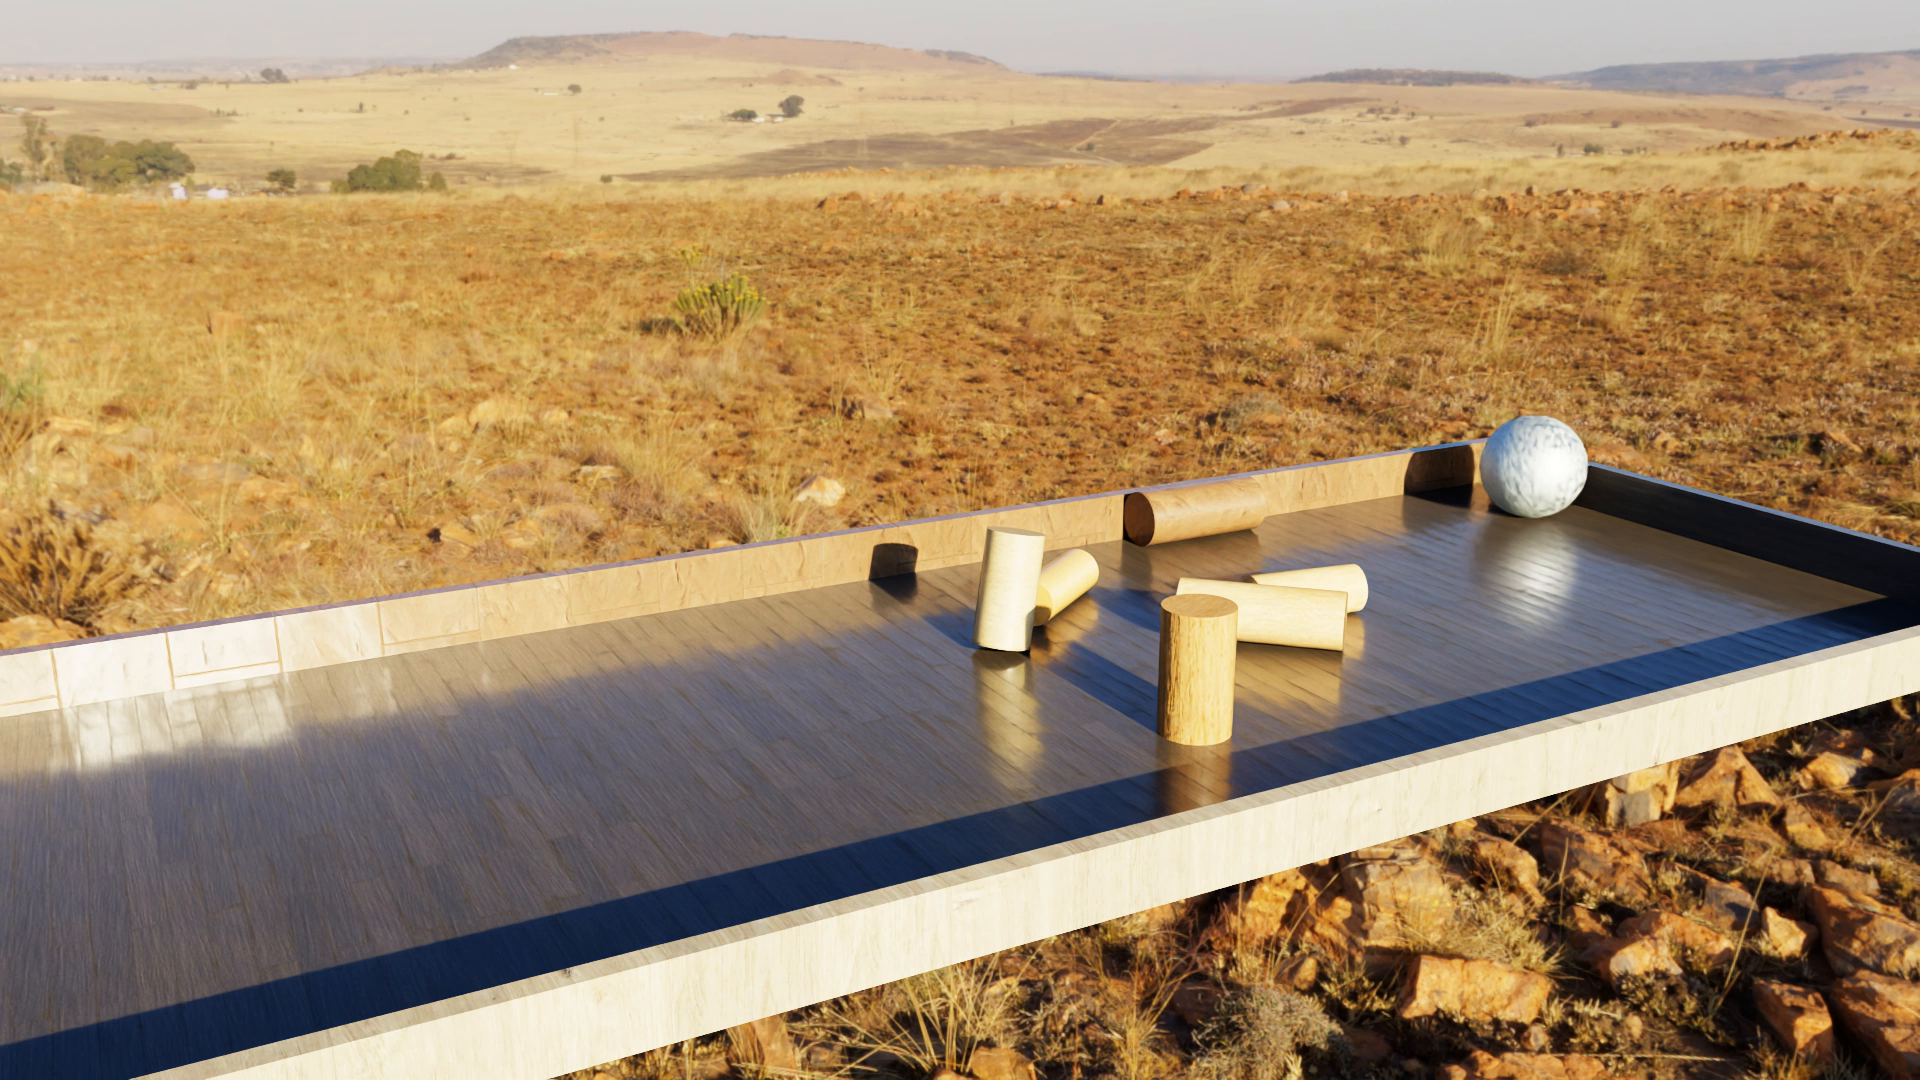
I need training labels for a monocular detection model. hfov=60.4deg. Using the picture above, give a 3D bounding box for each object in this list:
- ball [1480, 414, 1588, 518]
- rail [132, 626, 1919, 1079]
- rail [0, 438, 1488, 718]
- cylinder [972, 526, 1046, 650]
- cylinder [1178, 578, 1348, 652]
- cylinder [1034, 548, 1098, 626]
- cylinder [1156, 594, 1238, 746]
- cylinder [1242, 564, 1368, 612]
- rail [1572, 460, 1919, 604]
[{"bbox_3d":[1.941,-0.250,5.587,0.348,0.348,0.348,0,16,0],"label":"ball"},{"bbox_3d":[-2.336,1.006,1.665,12.000,0.150,0.050,-9,18,-27],"label":"rail"},{"bbox_3d":[-3.305,0.497,3.399,12.000,0.150,0.050,-9,18,-27],"label":"rail"},{"bbox_3d":[0.128,0.126,4.342,0.156,0.303,0.156,7,7,-1],"label":"cylinder"},{"bbox_3d":[0.805,0.197,4.404,0.438,0.158,0.158,5,17,16],"label":"cylinder"},{"bbox_3d":[0.270,0.132,4.677,0.129,0.129,0.341,8,18,25],"label":"cylinder"},{"bbox_3d":[0.546,0.296,3.800,0.174,0.308,0.174,0,16,0],"label":"cylinder"},{"bbox_3d":[0.958,0.149,4.604,0.330,0.135,0.135,-6,17,-18],"label":"cylinder"},{"bbox_3d":[2.466,-0.048,5.253,0.050,0.150,2.100,-9,18,-27],"label":"rail"}]
